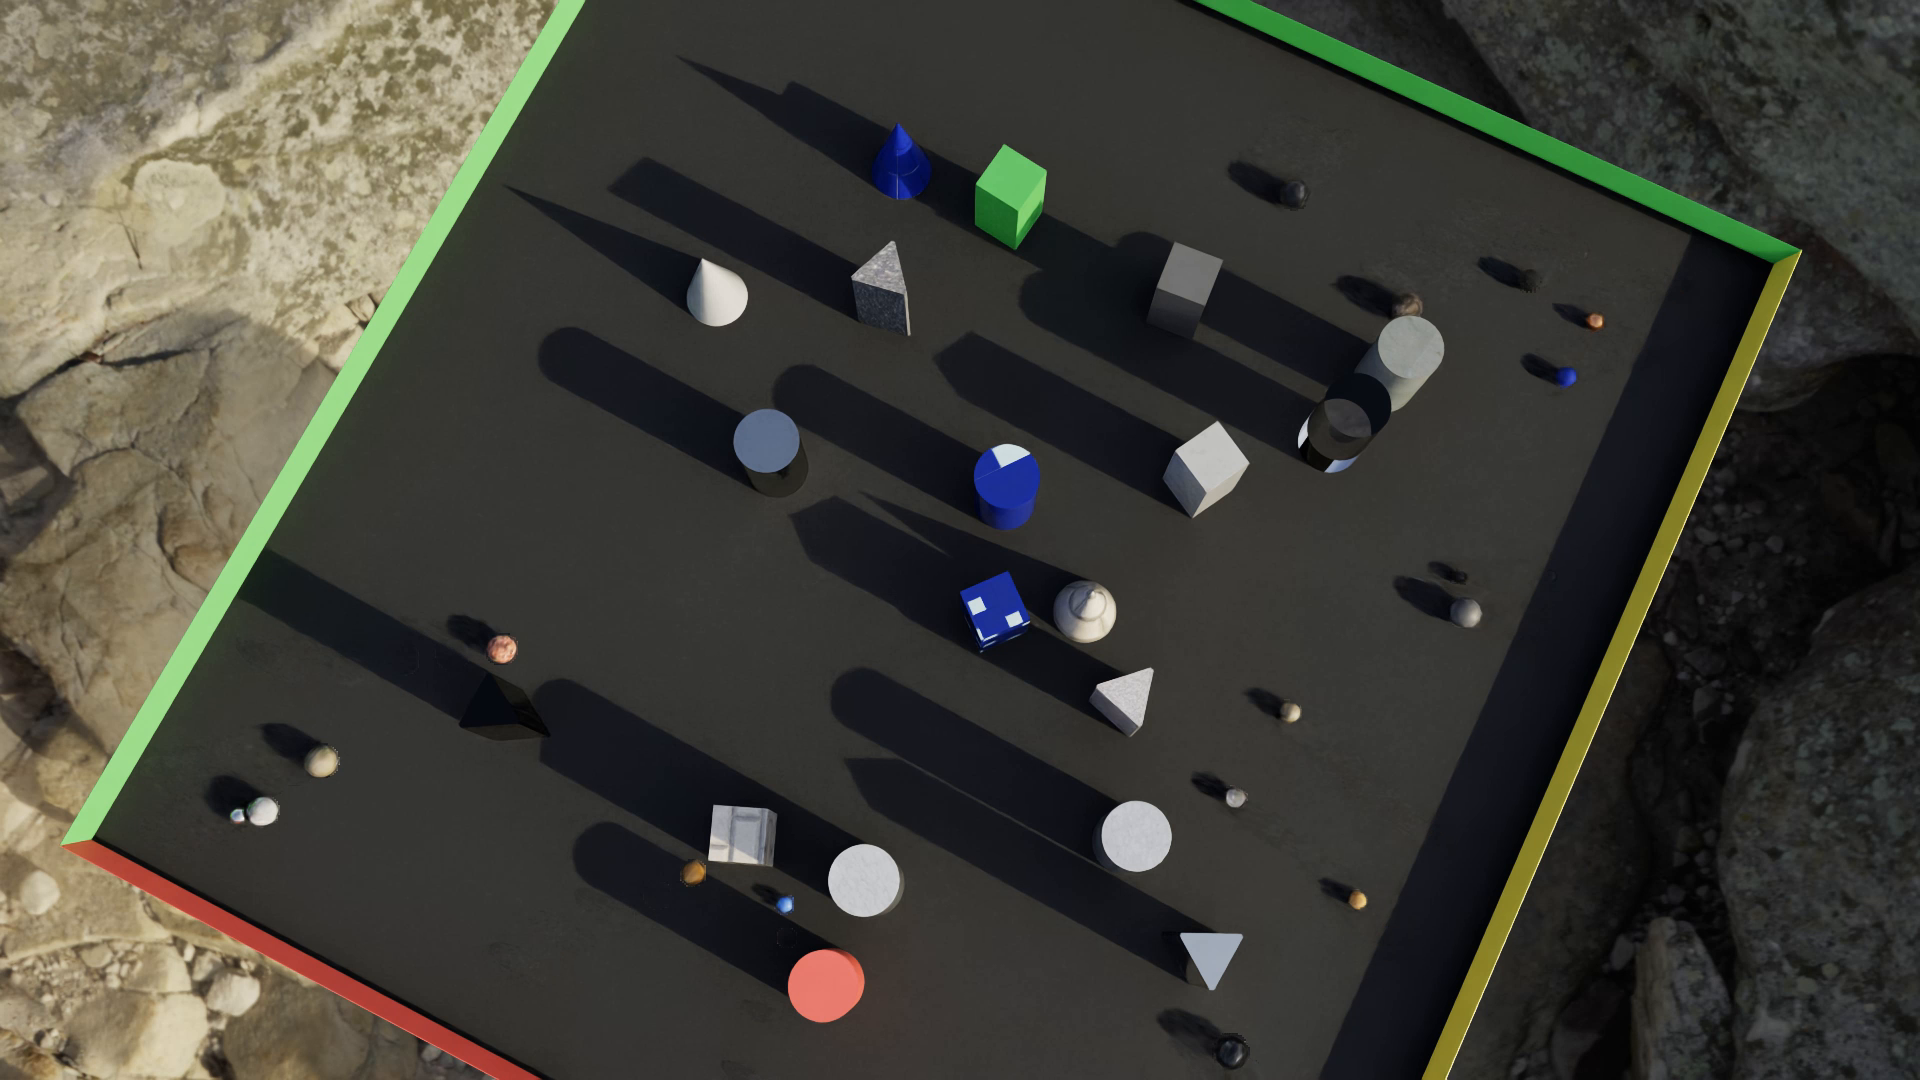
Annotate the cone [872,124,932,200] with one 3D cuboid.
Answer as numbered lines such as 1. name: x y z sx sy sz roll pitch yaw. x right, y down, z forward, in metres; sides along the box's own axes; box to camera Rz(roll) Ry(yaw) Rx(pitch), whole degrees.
1. cone: -0.187 -1.218 5.681 0.193 0.367 0.193 0 78 0

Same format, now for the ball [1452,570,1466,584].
1. ball: 1.518 0.113 5.572 0.042 0.042 0.042 0 78 0

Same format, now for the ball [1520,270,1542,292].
1. ball: 1.791 -0.813 5.748 0.071 0.071 0.071 0 78 0

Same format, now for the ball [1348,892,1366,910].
1. ball: 1.165 1.056 5.372 0.051 0.051 0.051 0 78 0

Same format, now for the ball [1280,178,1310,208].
1. ball: 1.058 -1.096 5.796 0.093 0.093 0.093 0 78 0

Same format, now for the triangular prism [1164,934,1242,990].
1. triangular prism: 0.655 1.144 5.146 0.145 0.458 0.167 31 80 6

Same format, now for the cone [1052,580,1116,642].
1. cone: 0.379 0.182 5.403 0.193 0.344 0.193 0 78 0

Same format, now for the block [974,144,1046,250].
1. block: 0.154 -1.056 5.666 0.155 0.330 0.155 33 80 6

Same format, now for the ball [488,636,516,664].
1. ball: -1.376 0.328 5.505 0.086 0.086 0.086 0 78 0

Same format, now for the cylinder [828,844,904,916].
1. cylinder: -0.260 0.967 5.181 0.193 0.461 0.193 0 78 0

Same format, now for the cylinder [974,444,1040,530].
1. cylinder: 0.137 -0.155 5.493 0.193 0.305 0.193 0 78 0

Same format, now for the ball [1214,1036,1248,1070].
1. ball: 0.779 1.472 5.263 0.095 0.095 0.095 0 78 0

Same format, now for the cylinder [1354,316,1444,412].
1. cylinder: 1.320 -0.528 5.540 0.193 0.364 0.193 0 78 0

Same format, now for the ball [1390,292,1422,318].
1. ball: 1.394 -0.724 5.717 0.097 0.097 0.097 0 78 0

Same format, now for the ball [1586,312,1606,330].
1. ball: 1.987 -0.682 5.729 0.057 0.057 0.057 0 78 0

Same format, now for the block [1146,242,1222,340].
1. block: 0.683 -0.759 5.607 0.155 0.326 0.155 22 79 4

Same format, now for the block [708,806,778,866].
1. block: -0.626 0.858 5.302 0.155 0.269 0.155 4 78 1

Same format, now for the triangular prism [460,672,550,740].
1. triangular prism: -1.316 0.483 5.315 0.167 0.395 0.145 -4 78 -1

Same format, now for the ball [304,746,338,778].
1. ball: -1.895 0.657 5.432 0.094 0.094 0.094 0 78 0

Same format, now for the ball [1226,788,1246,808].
1. ball: 0.816 0.763 5.428 0.059 0.059 0.059 0 78 0

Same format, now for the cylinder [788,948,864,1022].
1. cylinder: -0.375 1.257 5.188 0.193 0.329 0.193 0 78 0

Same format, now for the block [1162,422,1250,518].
1. block: 0.731 -0.206 5.481 0.155 0.349 0.155 -34 80 -7

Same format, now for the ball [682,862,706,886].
1. ball: -0.783 0.979 5.379 0.068 0.068 0.068 0 78 0

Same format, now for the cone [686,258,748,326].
1. cone: -0.766 -0.801 5.606 0.193 0.345 0.193 0 78 0

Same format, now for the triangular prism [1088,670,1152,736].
1. triangular prism: 0.498 0.451 5.358 0.167 0.323 0.145 42 81 8

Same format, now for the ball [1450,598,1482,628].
1. ball: 1.523 0.220 5.524 0.093 0.093 0.093 0 78 0

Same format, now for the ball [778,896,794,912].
1. ball: -0.513 1.069 5.372 0.047 0.047 0.047 0 78 0

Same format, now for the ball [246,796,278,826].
1. ball: -2.059 0.801 5.407 0.086 0.086 0.086 0 78 0

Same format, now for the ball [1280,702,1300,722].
1. ball: 0.986 0.515 5.478 0.063 0.063 0.063 0 78 0

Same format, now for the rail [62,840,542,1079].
1. rail: -0.875 1.721 5.195 3.852 0.126 0.045 26 80 5

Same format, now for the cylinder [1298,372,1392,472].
1. cylinder: 1.144 -0.345 5.473 0.193 0.421 0.193 0 78 0

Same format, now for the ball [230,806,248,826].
1. ball: -2.129 0.817 5.418 0.058 0.058 0.058 0 78 0

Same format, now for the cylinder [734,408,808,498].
1. cylinder: -0.564 -0.257 5.505 0.193 0.323 0.193 0 78 0

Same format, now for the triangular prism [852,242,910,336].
1. triangular prism: -0.218 -0.773 5.575 0.167 0.394 0.145 17 79 3

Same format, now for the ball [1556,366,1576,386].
1. ball: 1.882 -0.508 5.689 0.063 0.063 0.063 0 78 0

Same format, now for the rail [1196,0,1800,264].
1. rail: 0.875 -1.707 5.905 3.852 0.126 0.045 26 80 5

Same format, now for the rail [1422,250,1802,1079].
1. rail: 1.701 0.840 5.378 0.045 0.126 3.961 26 80 5

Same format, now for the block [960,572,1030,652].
1. block: 0.101 0.215 5.441 0.155 0.256 0.155 -23 79 -5

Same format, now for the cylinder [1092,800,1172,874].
1. cylinder: 0.487 0.856 5.244 0.193 0.382 0.193 0 78 0

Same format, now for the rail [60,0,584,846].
1. rail: -1.701 -0.826 5.722 0.045 0.126 3.961 26 80 5
